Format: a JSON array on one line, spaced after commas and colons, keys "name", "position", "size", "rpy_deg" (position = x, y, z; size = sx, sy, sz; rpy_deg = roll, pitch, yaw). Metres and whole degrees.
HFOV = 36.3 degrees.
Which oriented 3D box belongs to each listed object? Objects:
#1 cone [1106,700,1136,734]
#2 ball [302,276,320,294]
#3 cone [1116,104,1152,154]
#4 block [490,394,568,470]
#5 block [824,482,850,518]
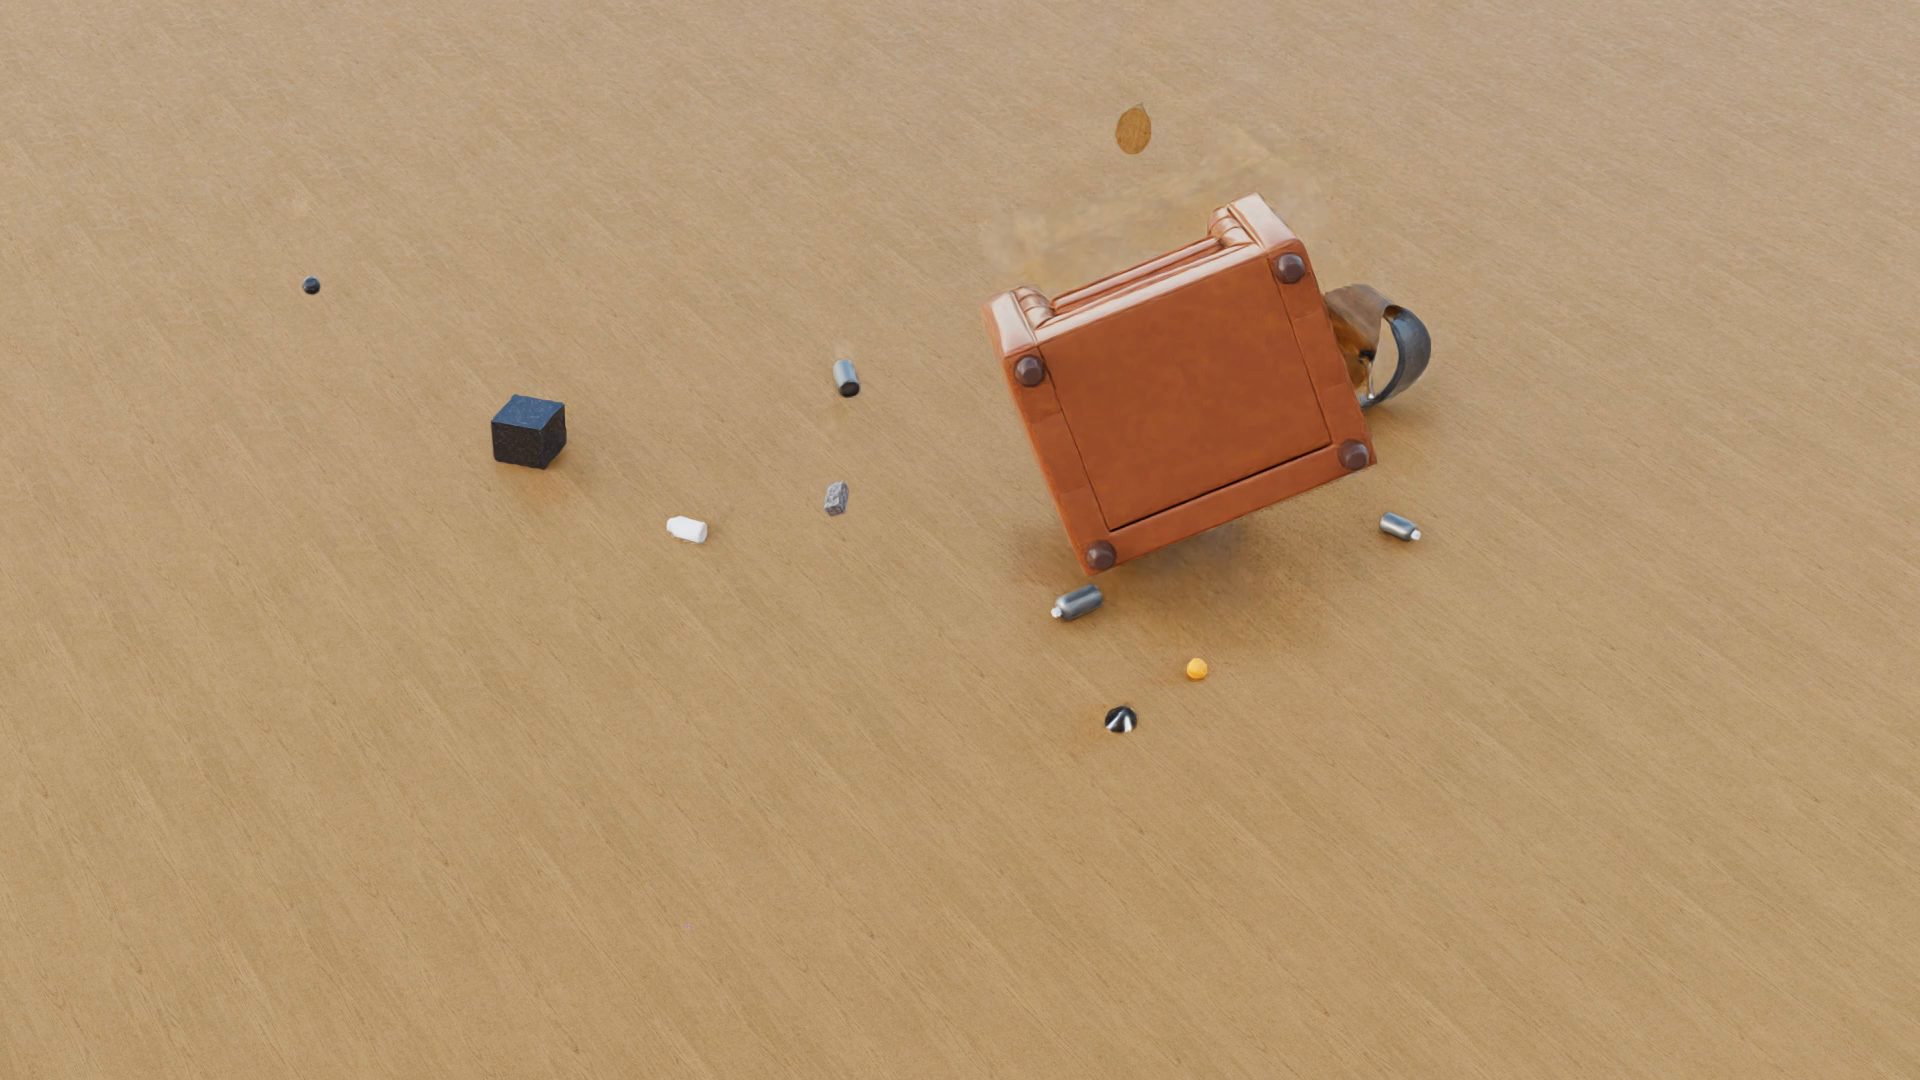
[{"name": "cone", "position": [0.560, 0.581, 10.019], "size": [0.111, 0.094, 0.182], "rpy_deg": [-25, 12, 17]}, {"name": "ball", "position": [-2.393, -0.939, 10.814], "size": [0.068, 0.068, 0.068], "rpy_deg": [0, 33, 0]}, {"name": "cone", "position": [0.761, -1.810, 12.556], "size": [0.153, 0.228, 0.249], "rpy_deg": [12, 39, 4]}, {"name": "block", "position": [-1.677, -0.421, 11.419], "size": [0.212, 0.181, 0.213], "rpy_deg": [10, 35, 15]}, {"name": "block", "position": [-0.459, -0.153, 10.905], "size": [0.062, 0.051, 0.118], "rpy_deg": [-16, 44, 26]}]
